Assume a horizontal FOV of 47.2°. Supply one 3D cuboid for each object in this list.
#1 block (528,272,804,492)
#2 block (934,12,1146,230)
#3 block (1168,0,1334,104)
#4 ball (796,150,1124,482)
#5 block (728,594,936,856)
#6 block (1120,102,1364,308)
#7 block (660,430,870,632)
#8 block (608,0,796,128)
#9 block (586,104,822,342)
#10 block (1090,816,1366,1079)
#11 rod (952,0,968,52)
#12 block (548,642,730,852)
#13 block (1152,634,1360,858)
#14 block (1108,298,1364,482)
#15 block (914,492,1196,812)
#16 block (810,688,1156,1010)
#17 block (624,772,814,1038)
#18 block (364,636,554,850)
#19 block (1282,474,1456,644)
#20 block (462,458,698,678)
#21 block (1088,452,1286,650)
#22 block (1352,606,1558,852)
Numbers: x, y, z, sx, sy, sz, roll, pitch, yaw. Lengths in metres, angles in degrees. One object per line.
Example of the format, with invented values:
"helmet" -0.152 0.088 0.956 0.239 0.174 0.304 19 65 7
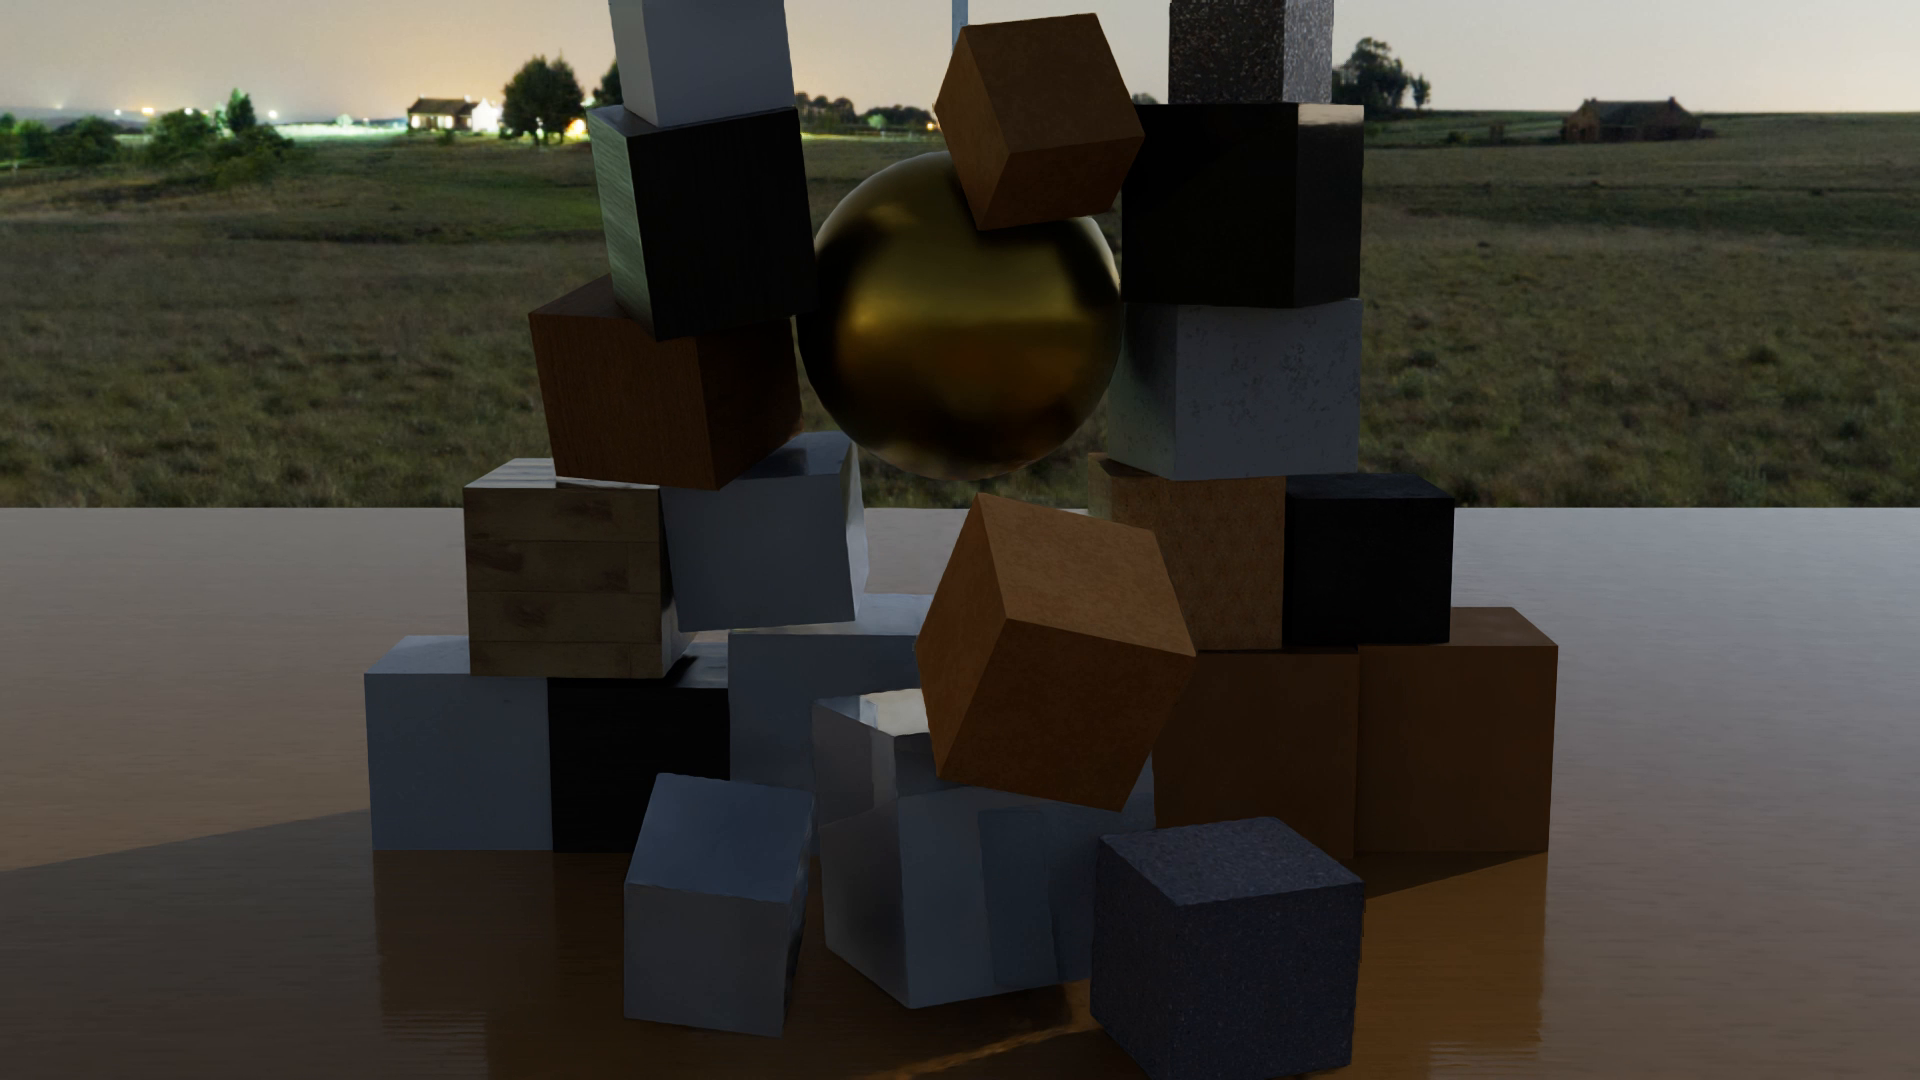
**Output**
"block" -1.434 -0.823 10.875 0.939 0.839 0.851 6 25 26
"block" 0.347 -1.891 9.938 0.650 0.689 0.590 -11 -23 -19
"block" 1.416 -2.375 10.692 0.598 0.520 0.597 6 12 31
"ball" 0.000 -1.087 10.699 1.600 1.600 1.600 0 10 0
"block" -0.631 0.928 11.310 0.984 1.128 0.994 0 10 1
"block" 1.356 -1.611 10.521 0.879 0.922 0.838 6 12 30
"block" -0.963 -0.057 11.090 0.877 0.760 0.803 -4 18 4
"block" -1.174 -2.246 9.947 0.640 0.569 0.611 -14 24 -19
"block" -1.192 -1.535 10.206 0.789 0.934 0.782 -13 24 -18
"block" 1.021 1.591 8.545 0.781 0.758 0.708 -4 15 -21
"rod" 0.000 -4.457 10.247 0.080 5.200 0.080 0 8 0
"block" -1.582 1.056 11.389 0.893 0.847 0.987 0 10 0
"block" 1.410 0.964 11.362 1.073 1.039 1.153 0 10 0
"block" 1.351 -0.792 10.940 0.979 0.841 0.843 -3 11 -18
"block" 0.340 0.426 8.435 0.743 0.767 0.821 12 32 -16
"block" 0.092 1.231 9.342 1.115 1.095 1.069 -5 5 -21
"block" -0.954 1.446 8.733 0.628 0.748 0.628 7 36 1
"block" -2.491 1.031 11.352 0.904 0.910 0.845 0 10 0
"block" 2.011 0.081 11.201 0.787 0.725 0.810 0 10 -2
"block" -1.902 0.122 11.186 0.952 0.938 1.008 1 10 3
"block" 1.125 0.039 11.135 0.852 0.863 0.877 -1 10 -4
"block" 2.450 0.957 11.358 0.986 1.054 0.919 0 10 0
